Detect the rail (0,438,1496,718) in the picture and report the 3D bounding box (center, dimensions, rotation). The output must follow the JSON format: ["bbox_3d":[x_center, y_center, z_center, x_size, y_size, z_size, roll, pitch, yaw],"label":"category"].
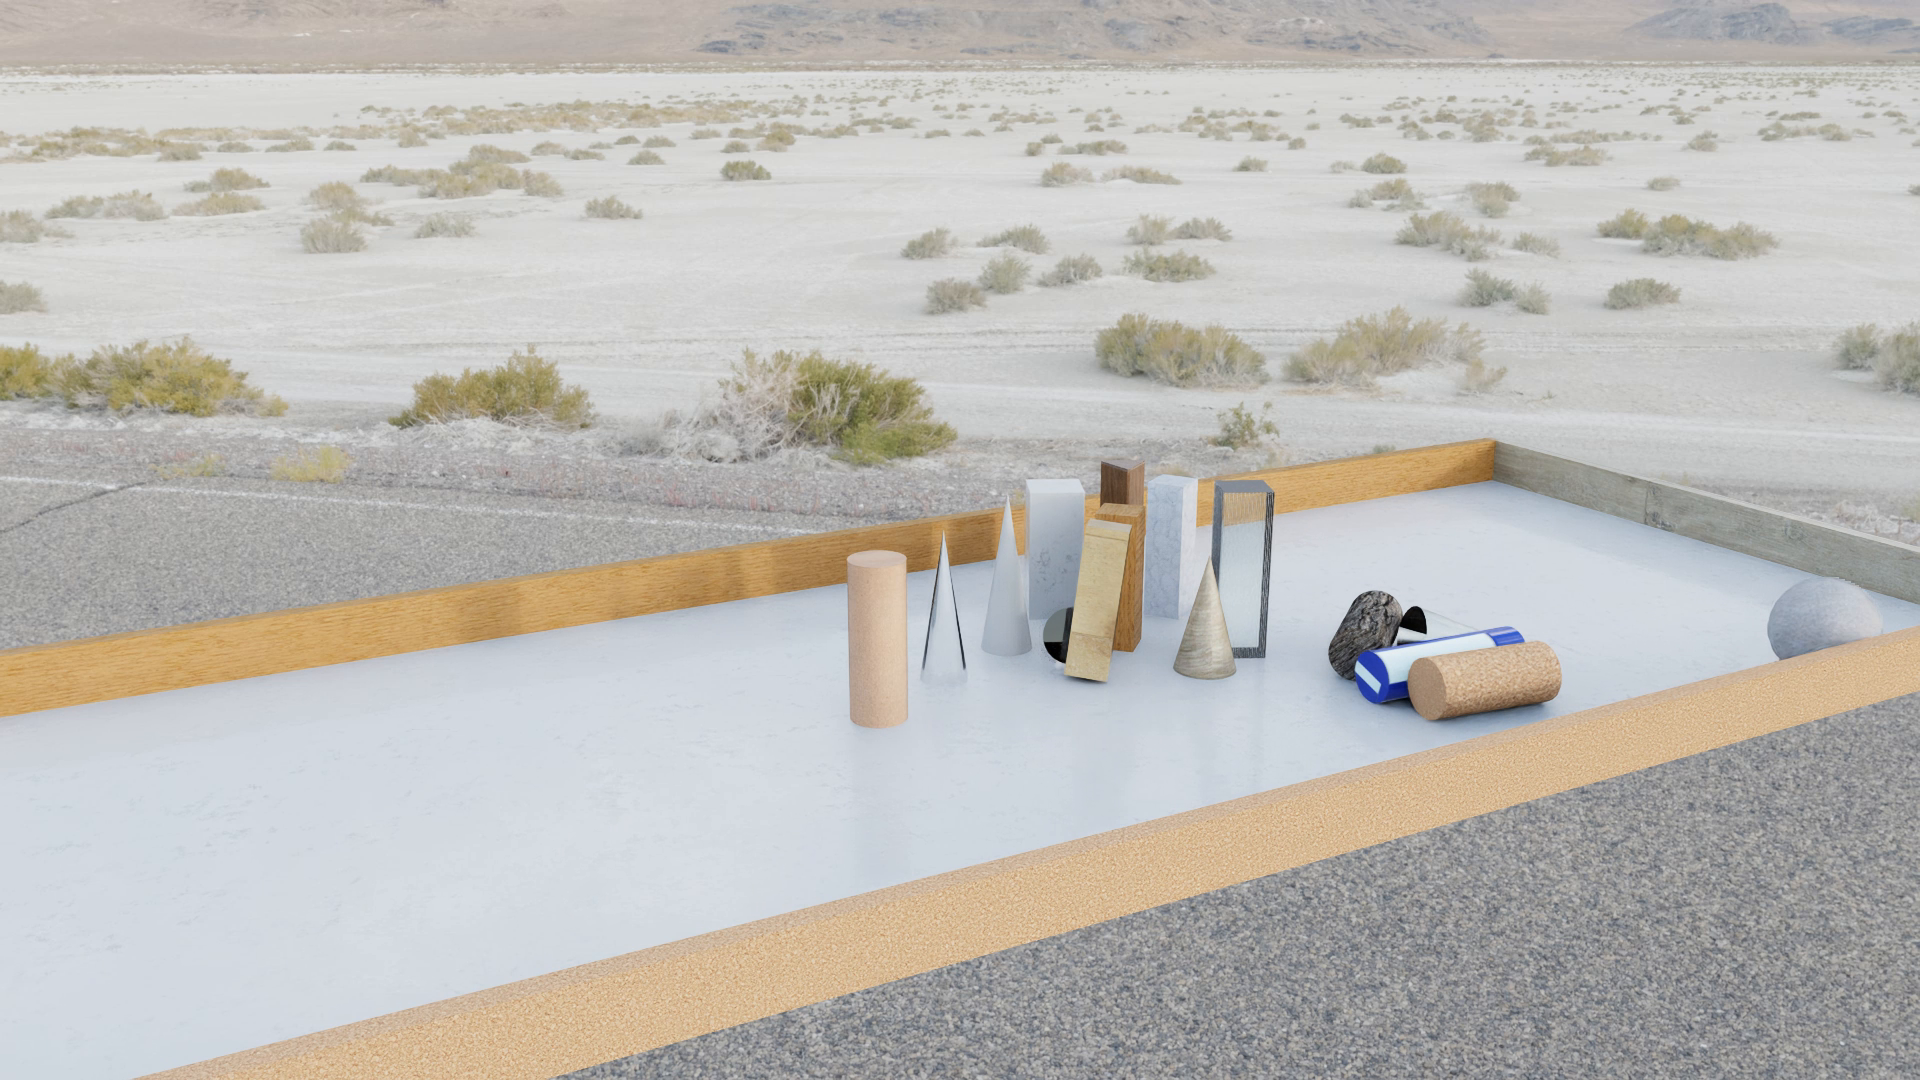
[{"bbox_3d":[-3.305,0.497,3.399,12.000,0.150,0.050,-9,18,-27],"label":"rail"}]

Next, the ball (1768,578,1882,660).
[{"bbox_3d":[2.167,0.225,4.135,0.256,0.256,0.256,0,16,0],"label":"ball"}]

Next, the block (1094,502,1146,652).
[{"bbox_3d":[0.420,0.099,4.362,0.111,0.371,0.111,5,17,17],"label":"block"}]

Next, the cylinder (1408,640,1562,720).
[{"bbox_3d":[1.256,0.335,3.951,0.331,0.150,0.150,-6,17,-20],"label":"cylinder"}]

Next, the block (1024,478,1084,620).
[{"bbox_3d":[0.263,0.025,4.623,0.149,0.365,0.149,-1,16,-2],"label":"block"}]

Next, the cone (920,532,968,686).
[{"bbox_3d":[-0.041,0.161,4.112,0.123,0.391,0.123,0,16,0],"label":"cone"}]

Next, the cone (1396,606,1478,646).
[{"bbox_3d":[1.353,0.278,4.269,0.401,0.160,0.160,9,15,-11],"label":"cone"}]

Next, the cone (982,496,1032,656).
[{"bbox_3d":[0.124,0.080,4.325,0.137,0.426,0.137,0,16,0],"label":"cone"}]

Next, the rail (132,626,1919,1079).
[{"bbox_3d":[-2.336,1.006,1.665,12.000,0.150,0.050,-9,18,-27],"label":"rail"}]

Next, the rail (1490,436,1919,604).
[{"bbox_3d":[2.466,-0.048,5.253,0.050,0.150,2.100,-9,18,-27],"label":"rail"}]

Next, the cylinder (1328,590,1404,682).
[{"bbox_3d":[1.054,0.245,4.272,0.141,0.141,0.329,6,18,21],"label":"cylinder"}]

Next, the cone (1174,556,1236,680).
[{"bbox_3d":[0.628,0.182,4.188,0.162,0.308,0.162,0,16,0],"label":"cone"}]

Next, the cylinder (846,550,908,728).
[{"bbox_3d":[-0.192,0.232,3.867,0.138,0.394,0.138,0,16,0],"label":"cylinder"}]

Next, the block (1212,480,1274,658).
[{"bbox_3d":[0.730,0.077,4.300,0.128,0.447,0.128,-1,17,-3],"label":"block"}]

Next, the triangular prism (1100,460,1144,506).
[{"bbox_3d":[0.494,-0.047,4.857,0.109,0.372,0.126,-11,19,-32],"label":"triangular prism"}]

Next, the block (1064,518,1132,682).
[{"bbox_3d":[0.347,0.150,4.133,0.107,0.383,0.107,9,12,8],"label":"block"}]

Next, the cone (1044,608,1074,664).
[{"bbox_3d":[0.292,0.234,4.429,0.148,0.148,0.350,0,4,1],"label":"cone"}]

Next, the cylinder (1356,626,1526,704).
[{"bbox_3d":[1.195,0.307,4.085,0.434,0.128,0.128,-7,18,-24],"label":"cylinder"}]

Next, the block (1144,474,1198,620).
[{"bbox_3d":[0.589,0.019,4.611,0.105,0.383,0.105,9,19,29],"label":"block"}]
